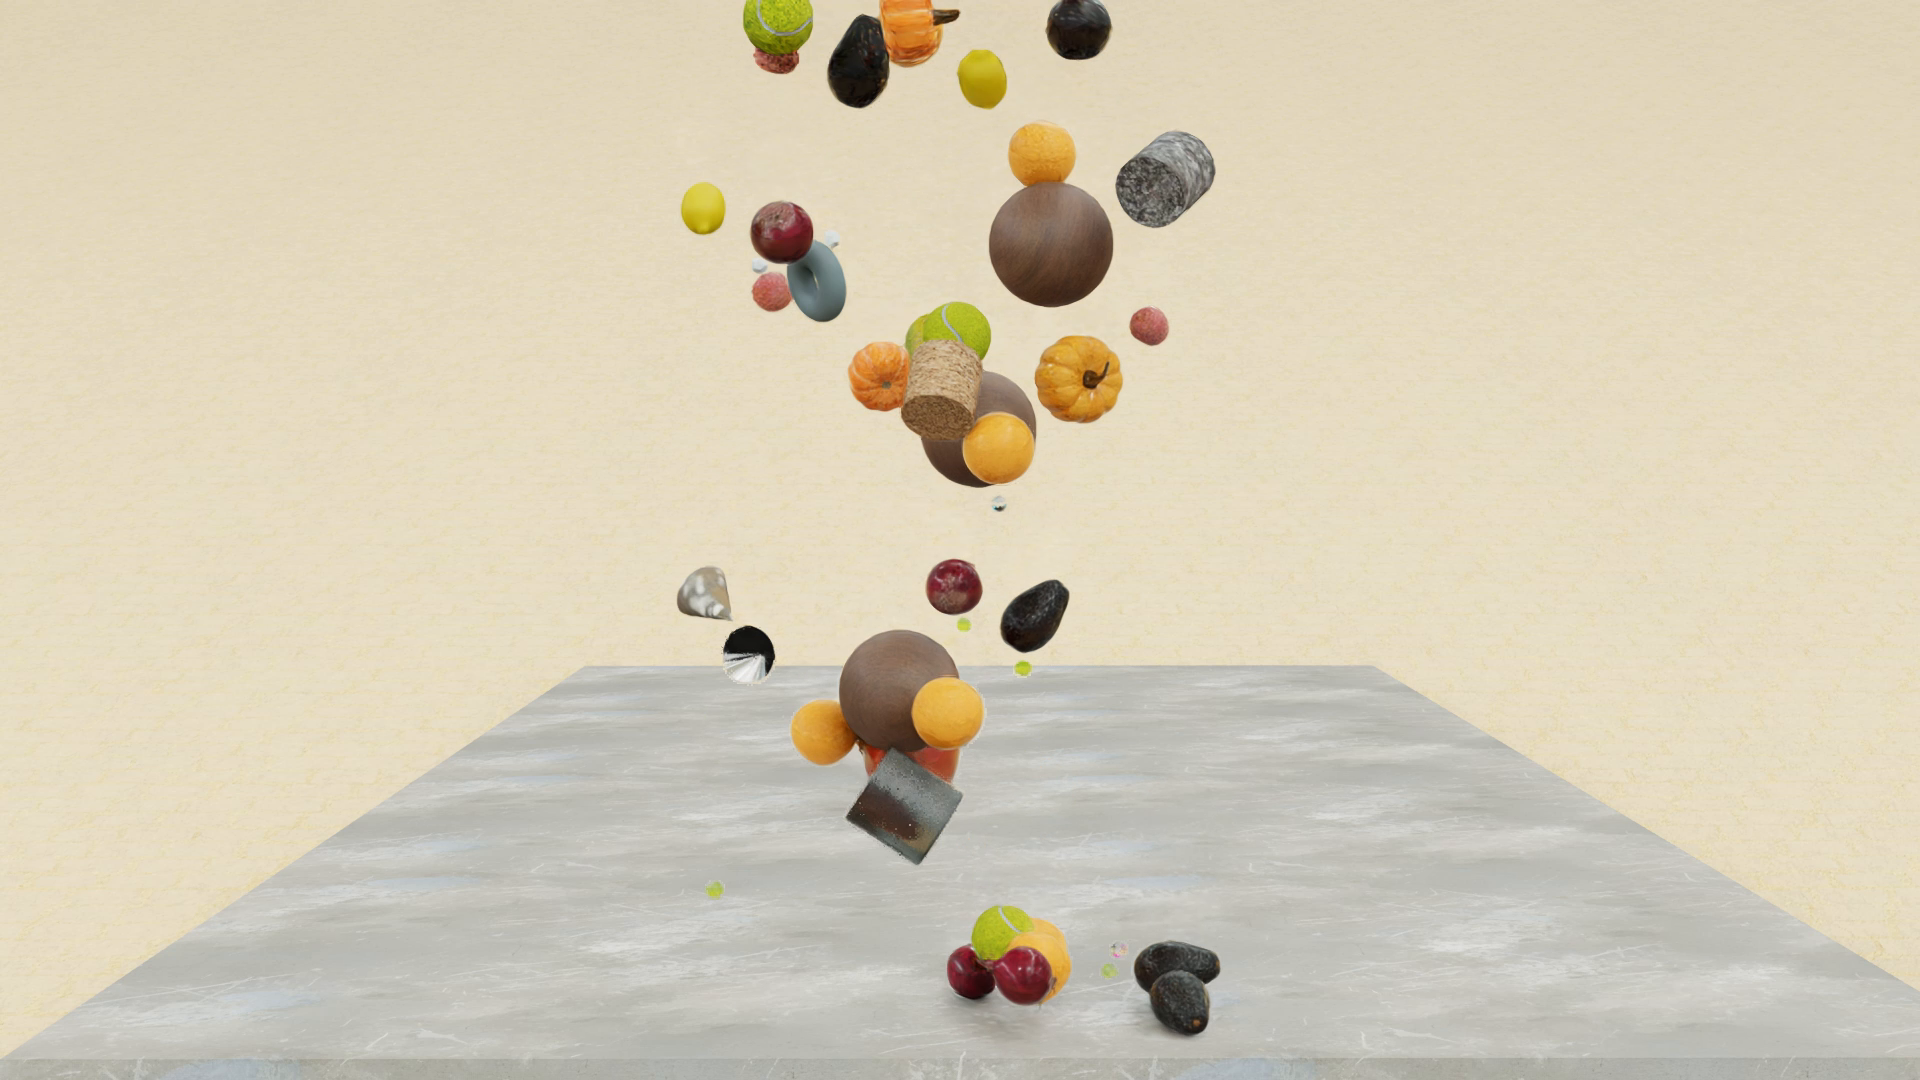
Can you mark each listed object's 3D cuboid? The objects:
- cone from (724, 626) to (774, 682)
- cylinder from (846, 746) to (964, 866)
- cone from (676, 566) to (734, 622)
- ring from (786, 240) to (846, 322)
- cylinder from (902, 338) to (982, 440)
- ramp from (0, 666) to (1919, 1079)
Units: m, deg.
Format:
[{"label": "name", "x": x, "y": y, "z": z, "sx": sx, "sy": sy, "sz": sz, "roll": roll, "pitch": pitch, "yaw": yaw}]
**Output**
[{"label": "cone", "x": -0.204, "y": 0.116, "z": 2.627, "sx": 0.057, "sy": 0.057, "sz": 0.057, "roll": 9, "pitch": 3, "yaw": 20}, {"label": "cylinder", "x": -0.056, "y": 0.267, "z": 2.583, "sx": 0.087, "sy": 0.087, "sz": 0.087, "roll": 33, "pitch": 26, "yaw": 0}, {"label": "cone", "x": -0.237, "y": 0.064, "z": 2.505, "sx": 0.057, "sy": 0.057, "sz": 0.057, "roll": -17, "pitch": 41, "yaw": -35}, {"label": "ring", "x": -0.136, "y": -0.245, "z": 2.436, "sx": 0.027, "sy": 0.080, "sz": 0.080, "roll": -21, "pitch": 30, "yaw": -32}, {"label": "cylinder", "x": -0.018, "y": -0.148, "z": 2.536, "sx": 0.071, "sy": 0.071, "sz": 0.071, "roll": 3, "pitch": 55, "yaw": 8}, {"label": "ramp", "x": 0.051, "y": 0.465, "z": 4.534, "sx": 2.000, "sy": 0.100, "sz": 4.000, "roll": 0, "pitch": 3, "yaw": 0}]
